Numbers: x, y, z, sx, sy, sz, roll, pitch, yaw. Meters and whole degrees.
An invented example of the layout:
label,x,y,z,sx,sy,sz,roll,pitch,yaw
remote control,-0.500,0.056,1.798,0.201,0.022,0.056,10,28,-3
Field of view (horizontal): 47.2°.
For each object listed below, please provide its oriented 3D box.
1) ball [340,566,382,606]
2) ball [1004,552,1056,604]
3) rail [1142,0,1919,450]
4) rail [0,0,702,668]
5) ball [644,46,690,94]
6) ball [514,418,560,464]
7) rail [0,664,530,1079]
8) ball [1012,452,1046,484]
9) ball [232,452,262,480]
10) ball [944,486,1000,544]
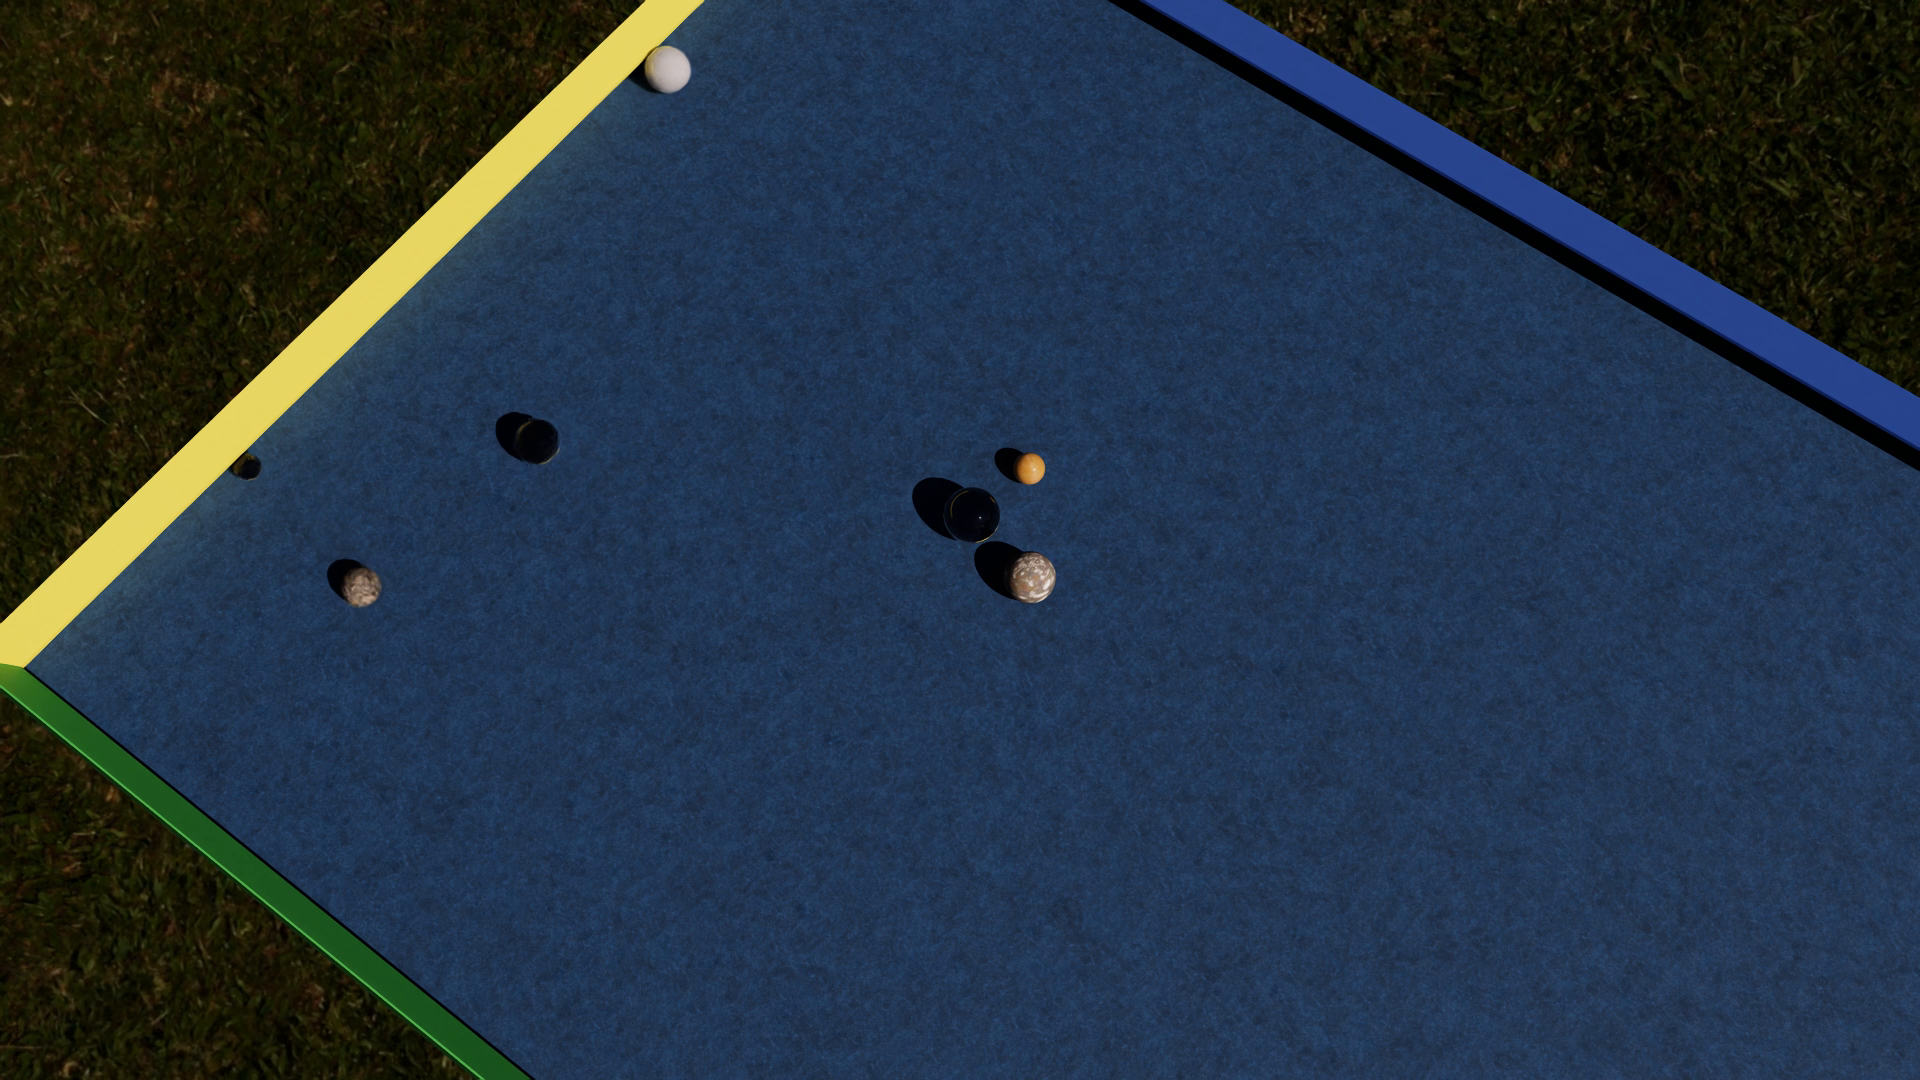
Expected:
label,x,y,z,sx,sy,sz,roll,pitch,yaw
ball,-0.973,0.075,3.572,0.065,0.065,0.065,0,64,0
ball,0.113,0.061,3.568,0.085,0.085,0.085,0,64,0
rail,1.533,-0.215,3.682,4.353,0.122,0.045,34,68,15
rail,-0.851,-0.585,3.865,0.045,0.122,2.255,34,68,15
ball,-0.535,-0.860,4.022,0.085,0.085,0.085,0,64,0
ball,-0.708,-0.165,3.683,0.078,0.078,0.078,0,64,0
rail,0.206,1.366,2.902,4.353,0.122,0.045,34,68,15
ball,0.115,-0.119,3.674,0.055,0.055,0.055,0,64,0
ball,-1.193,-0.122,3.680,0.047,0.047,0.047,0,64,0
ball,0.019,-0.041,3.613,0.094,0.094,0.094,0,64,0
